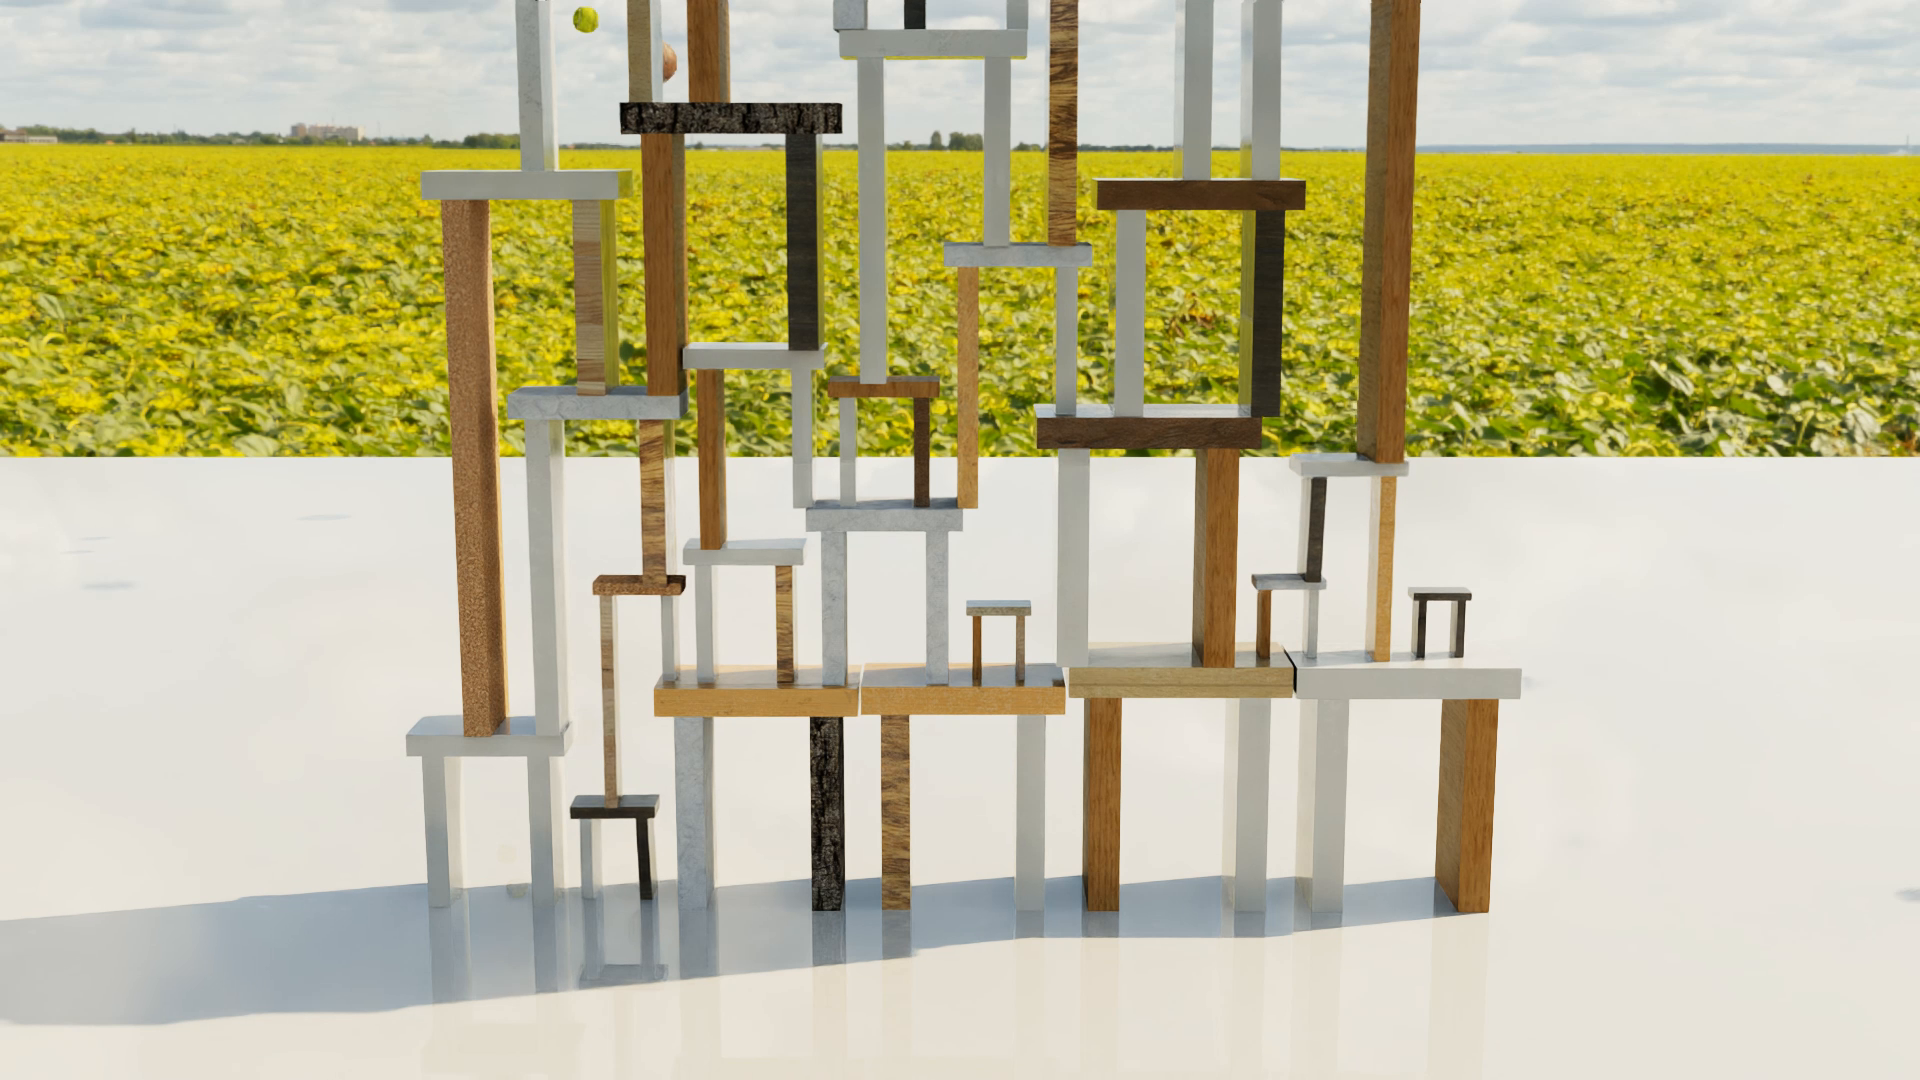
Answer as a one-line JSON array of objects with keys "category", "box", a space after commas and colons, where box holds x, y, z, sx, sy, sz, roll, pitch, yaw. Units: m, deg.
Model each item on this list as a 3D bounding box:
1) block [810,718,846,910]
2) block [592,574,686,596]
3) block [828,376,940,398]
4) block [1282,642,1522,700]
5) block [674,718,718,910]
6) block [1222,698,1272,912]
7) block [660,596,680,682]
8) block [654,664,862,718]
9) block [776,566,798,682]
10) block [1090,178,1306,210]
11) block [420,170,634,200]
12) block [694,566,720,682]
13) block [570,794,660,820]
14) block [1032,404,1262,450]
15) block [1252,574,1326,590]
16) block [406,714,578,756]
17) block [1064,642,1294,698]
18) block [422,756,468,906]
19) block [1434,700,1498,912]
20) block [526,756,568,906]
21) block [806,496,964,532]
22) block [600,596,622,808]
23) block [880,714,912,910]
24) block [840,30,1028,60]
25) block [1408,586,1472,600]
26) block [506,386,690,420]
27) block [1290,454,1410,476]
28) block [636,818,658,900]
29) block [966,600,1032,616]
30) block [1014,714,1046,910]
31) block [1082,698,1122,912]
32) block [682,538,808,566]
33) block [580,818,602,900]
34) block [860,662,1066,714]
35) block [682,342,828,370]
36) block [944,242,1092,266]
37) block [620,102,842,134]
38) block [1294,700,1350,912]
[{"category": "block", "box": [-0.219, 0.430, 3.638, 0.046, 0.327, 0.163, 0, 11, 0]}, {"category": "block", "box": [-0.521, 0.073, 3.575, 0.142, 0.020, 0.071, 0, 10, 0]}, {"category": "block", "box": [-0.121, -0.245, 3.515, 0.176, 0.025, 0.088, 0, 11, 0]}, {"category": "block", "box": [0.717, 0.213, 3.597, 0.358, 0.051, 0.179, 0, 11, 0]}, {"category": "block", "box": [-0.436, 0.430, 3.638, 0.046, 0.327, 0.163, 0, 11, 0]}, {"category": "block", "box": [0.473, 0.413, 3.642, 0.051, 0.358, 0.179, 0, 11, 0]}, {"category": "block", "box": [-0.473, 0.153, 3.591, 0.020, 0.142, 0.071, 0, 11, 0]}, {"category": "block", "box": [-0.327, 0.246, 3.604, 0.327, 0.046, 0.163, 0, 11, 0]}, {"category": "block", "box": [-0.282, 0.127, 3.588, 0.027, 0.194, 0.097, 0, 11, 0]}, {"category": "block", "box": [0.371, -0.544, 3.458, 0.320, 0.045, 0.160, 0, 11, 0]}, {"category": "block", "box": [-0.677, -0.559, 3.455, 0.303, 0.043, 0.152, 0, 10, 0]}, {"category": "block", "box": [-0.412, 0.127, 3.589, 0.027, 0.193, 0.097, 0, 11, 0]}, {"category": "block", "box": [-0.572, 0.442, 3.646, 0.140, 0.020, 0.070, 0, 10, -1]}, {"category": "block", "box": [0.296, -0.183, 3.528, 0.352, 0.050, 0.176, 0, 11, 0]}, {"category": "block", "box": [0.535, 0.067, 3.577, 0.113, 0.016, 0.057, 0, 11, -2]}, {"category": "block", "box": [-0.768, 0.321, 3.619, 0.256, 0.036, 0.128, 0, 11, 0]}, {"category": "block", "box": [0.353, 0.212, 3.604, 0.358, 0.051, 0.179, 0, 11, 0]}, {"category": "block", "box": [-0.853, 0.464, 3.645, 0.036, 0.256, 0.128, 0, 11, 0]}, {"category": "block", "box": [0.836, 0.414, 3.635, 0.051, 0.358, 0.179, 0, 11, 0]}, {"category": "block", "box": [-0.683, 0.464, 3.645, 0.036, 0.256, 0.128, 0, 11, 0]}, {"category": "block", "box": [-0.120, -0.042, 3.551, 0.250, 0.035, 0.125, 0, 11, 0]}, {"category": "block", "box": [-0.573, 0.258, 3.608, 0.020, 0.356, 0.071, 0, 10, -2]}, {"category": "block", "box": [-0.104, 0.428, 3.644, 0.047, 0.329, 0.164, 0, 11, 0]}, {"category": "block", "box": [-0.041, -0.768, 3.412, 0.286, 0.041, 0.143, 0, 11, 0]}, {"category": "block", "box": [0.781, 0.088, 3.580, 0.094, 0.013, 0.047, 0, 11, 0]}, {"category": "block", "box": [-0.575, -0.220, 3.514, 0.270, 0.038, 0.135, 0, 10, 0]}, {"category": "block", "box": [0.624, -0.121, 3.527, 0.174, 0.025, 0.087, 0, 11, -3]}, {"category": "block", "box": [-0.521, 0.520, 3.661, 0.020, 0.139, 0.070, -2, 10, 0]}, {"category": "block", "box": [0.063, 0.110, 3.580, 0.105, 0.015, 0.053, 0, 11, 0]}, {"category": "block", "box": [0.115, 0.428, 3.644, 0.047, 0.329, 0.164, 0, 11, 0]}, {"category": "block", "box": [0.234, 0.413, 3.642, 0.051, 0.358, 0.179, 0, 11, 0]}, {"category": "block", "box": [-0.347, 0.019, 3.568, 0.194, 0.027, 0.097, 0, 11, 0]}, {"category": "block", "box": [-0.614, 0.520, 3.662, 0.020, 0.139, 0.070, 1, 10, 4]}, {"category": "block", "box": [0.005, 0.243, 3.609, 0.329, 0.047, 0.164, 0, 11, 0]}, {"category": "block", "box": [-0.324, -0.294, 3.508, 0.222, 0.031, 0.111, 0, 11, 0]}, {"category": "block", "box": [0.090, -0.452, 3.478, 0.232, 0.033, 0.116, 0, 11, 0]}, {"category": "block", "box": [-0.354, -0.660, 3.441, 0.332, 0.047, 0.166, 0, 11, 0]}, {"category": "block", "box": [0.597, 0.414, 3.635, 0.051, 0.358, 0.179, 0, 11, 0]}]
